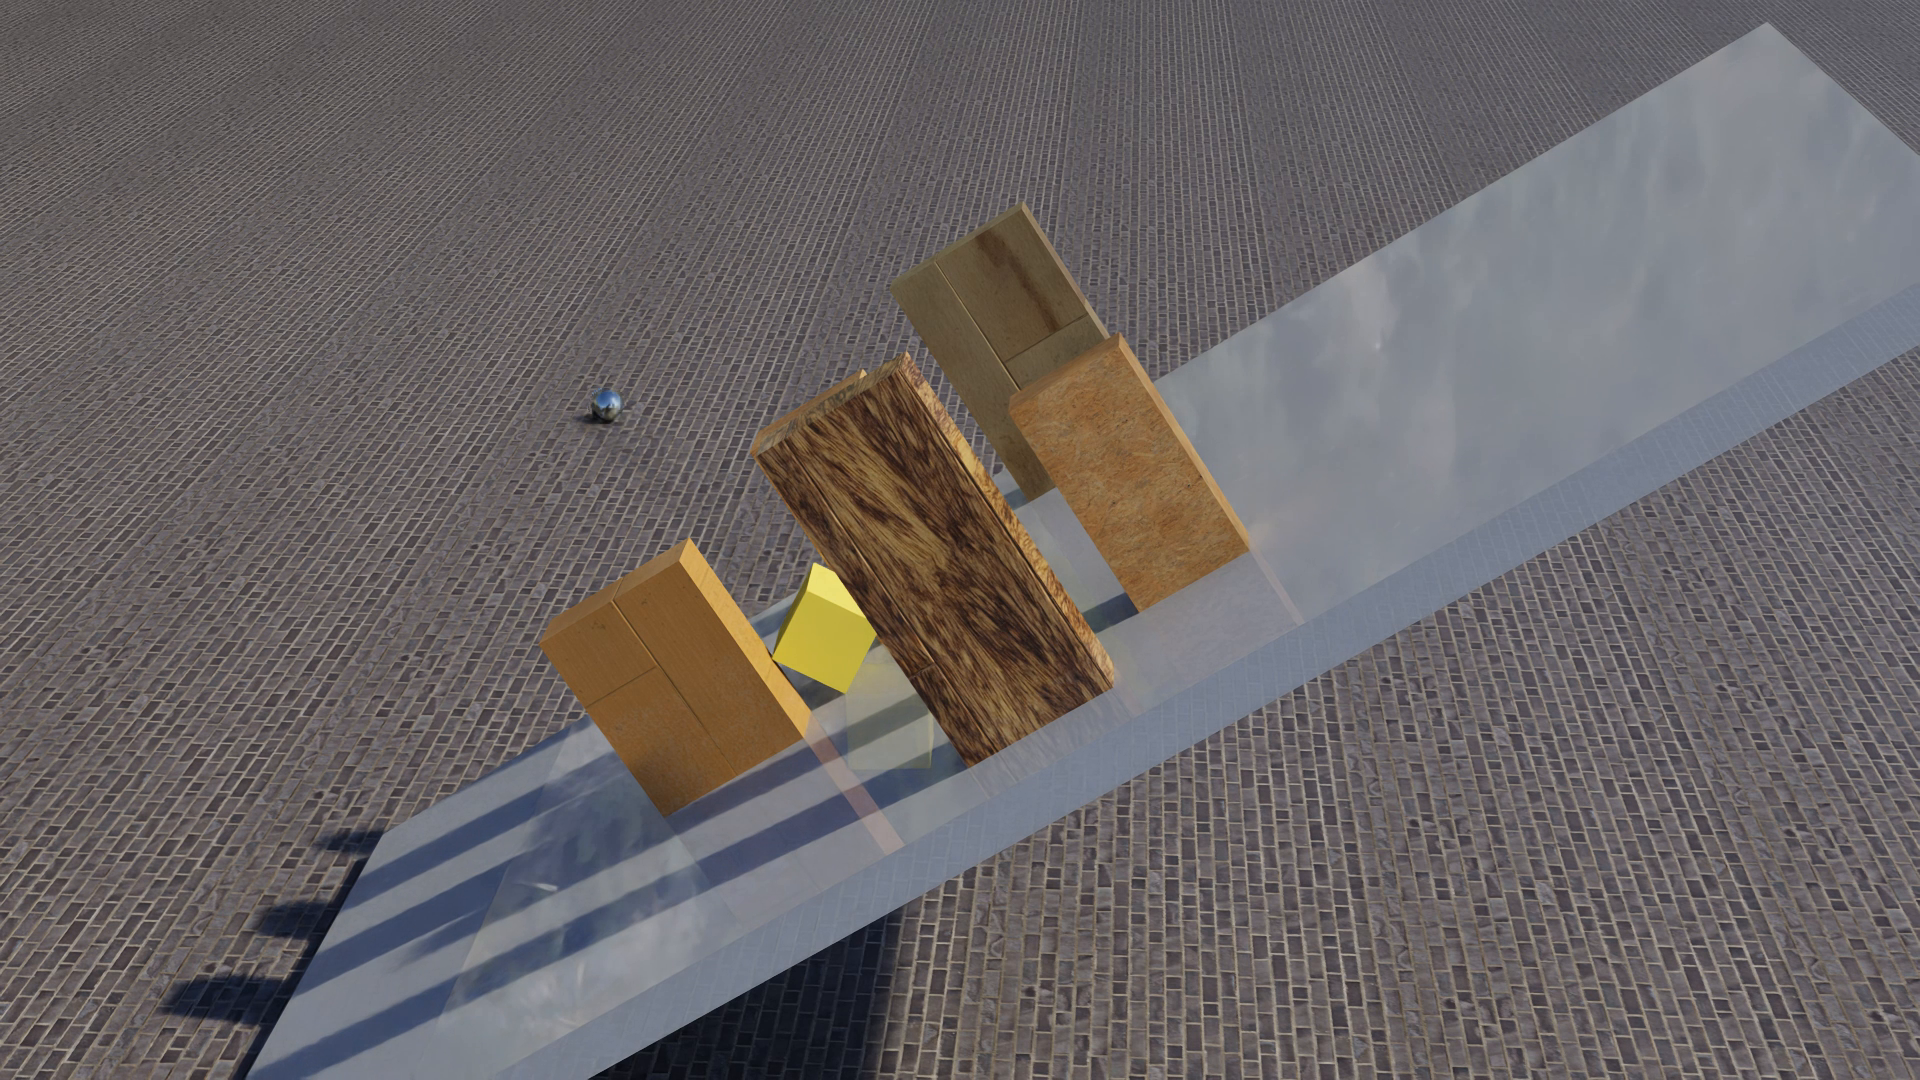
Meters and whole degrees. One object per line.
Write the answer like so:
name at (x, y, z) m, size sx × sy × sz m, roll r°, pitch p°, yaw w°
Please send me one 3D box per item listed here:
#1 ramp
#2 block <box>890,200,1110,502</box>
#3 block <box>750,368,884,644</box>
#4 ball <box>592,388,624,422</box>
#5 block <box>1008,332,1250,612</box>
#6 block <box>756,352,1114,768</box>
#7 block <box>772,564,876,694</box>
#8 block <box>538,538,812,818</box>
ramp at (0.140, 0.170, 6.293) m, size 4.000 × 0.100 × 2.000 m, roll -30°, pitch 15°, yaw 13°
block at (0.153, -0.431, 6.778) m, size 0.357 × 0.601 × 0.083 m, roll -30°, pitch 15°, yaw 13°
block at (-0.194, -0.073, 6.528) m, size 0.280 × 0.529 × 0.150 m, roll -30°, pitch 15°, yaw 13°
ball at (-1.354, -0.518, 11.297) m, size 0.124 × 0.124 × 0.124 m, roll 0°, pitch 20°, yaw 0°
block at (0.329, -0.129, 5.701) m, size 0.249 × 0.481 × 0.104 m, roll -30°, pitch 15°, yaw 13°
block at (-0.040, 0.041, 5.467) m, size 0.318 × 0.724 × 0.118 m, roll -30°, pitch 15°, yaw 13°
block at (-0.286, 0.192, 6.445) m, size 0.179 × 0.179 × 0.179 m, roll 26°, pitch 18°, yaw -7°
block at (-0.612, 0.299, 6.349) m, size 0.366 × 0.474 × 0.146 m, roll -30°, pitch 15°, yaw 13°
